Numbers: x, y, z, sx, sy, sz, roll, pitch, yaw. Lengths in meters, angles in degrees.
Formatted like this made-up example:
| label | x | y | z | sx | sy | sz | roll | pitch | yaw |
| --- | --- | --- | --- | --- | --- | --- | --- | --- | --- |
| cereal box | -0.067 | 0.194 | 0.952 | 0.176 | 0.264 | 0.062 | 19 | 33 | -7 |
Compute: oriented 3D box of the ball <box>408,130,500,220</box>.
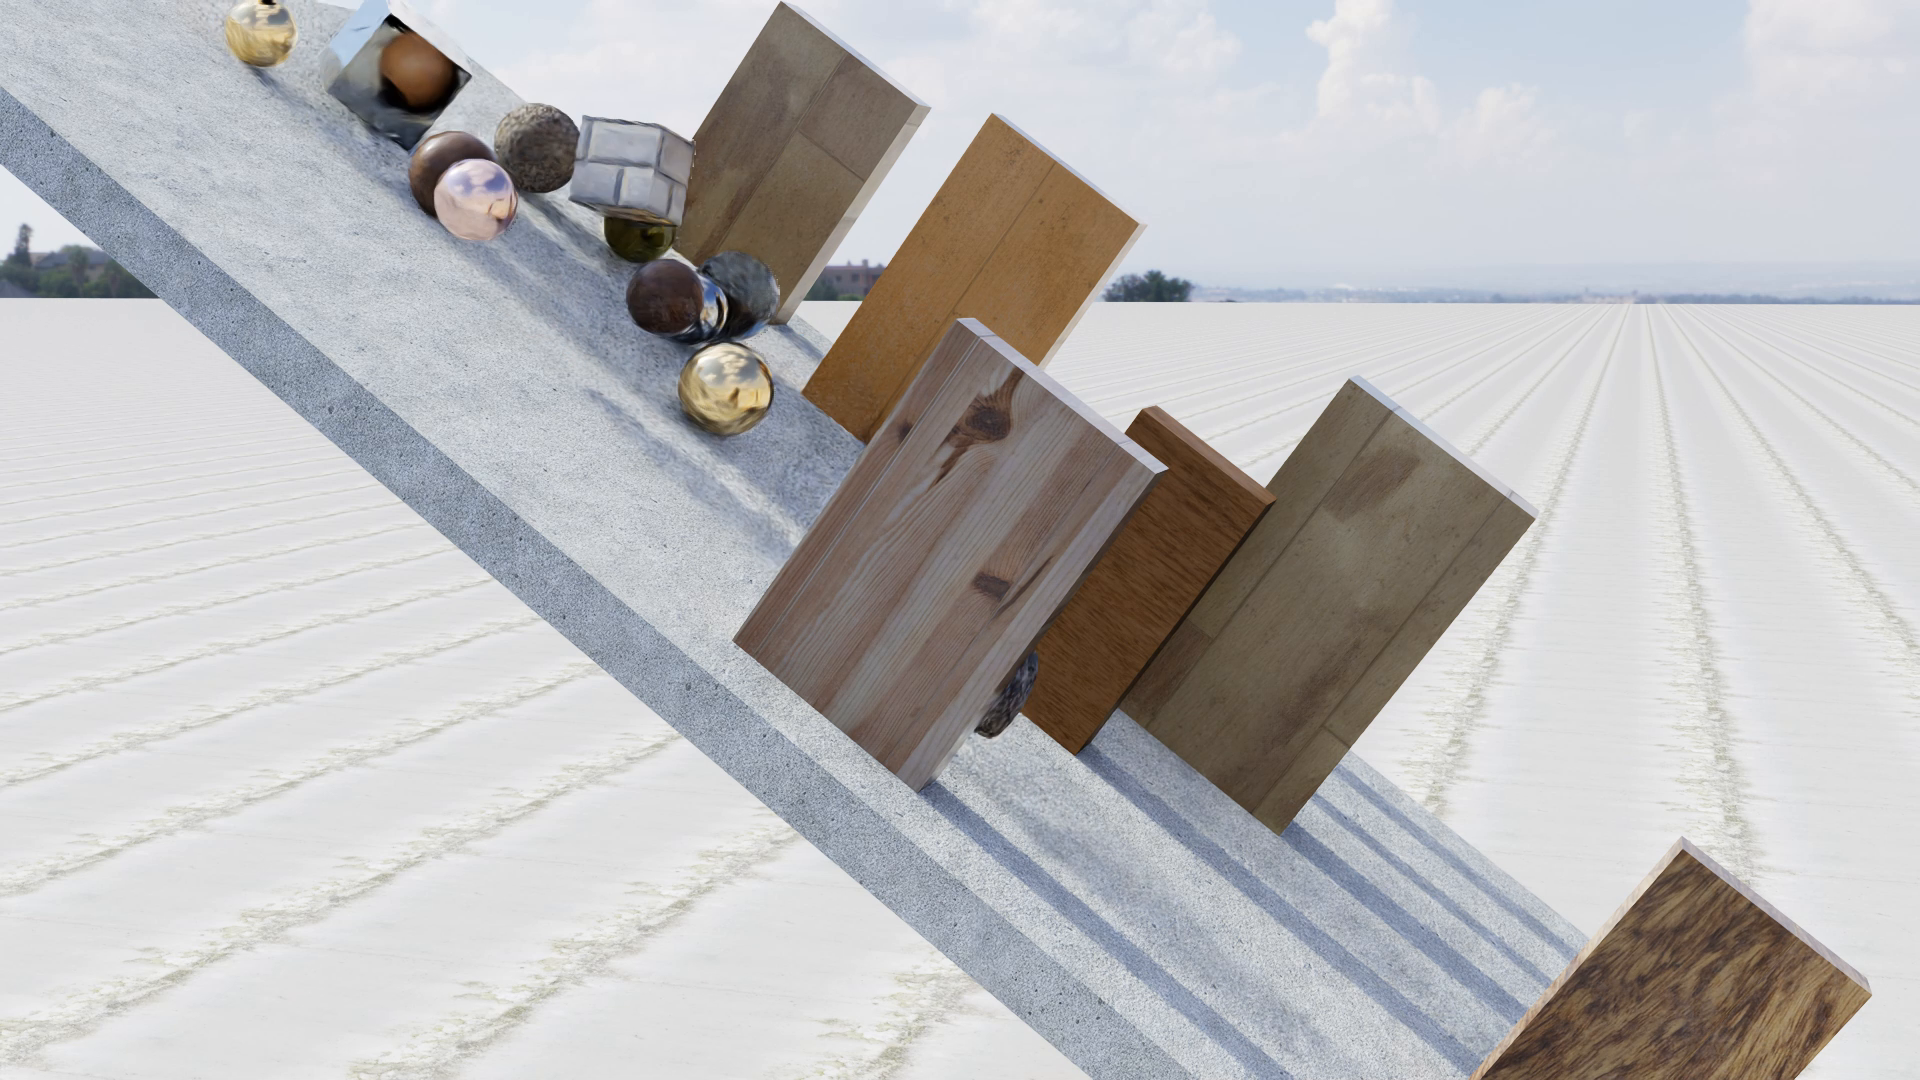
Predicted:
| label | x | y | z | sx | sy | sz | roll | pitch | yaw |
| --- | --- | --- | --- | --- | --- | --- | --- | --- | --- |
| ball | -0.938 | -0.675 | 4.088 | 0.169 | 0.169 | 0.169 | 0 | 7 | 0 |

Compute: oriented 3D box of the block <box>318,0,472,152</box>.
| label | x | y | z | sx | sy | sz | roll | pitch | yaw |
| --- | --- | --- | --- | --- | --- | --- | --- | --- | --- |
| block | -1.119 | -0.937 | 4.355 | 0.200 | 0.200 | 0.200 | 36 | 13 | -34 |

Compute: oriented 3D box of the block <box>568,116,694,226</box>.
| label | x | y | z | sx | sy | sz | roll | pitch | yaw |
| --- | --- | --- | --- | --- | --- | --- | --- | --- | --- |
| block | -0.664 | -0.747 | 4.457 | 0.172 | 0.172 | 0.172 | 9 | -1 | 16 |

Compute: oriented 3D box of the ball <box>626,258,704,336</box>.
| label | x | y | z | sx | sy | sz | roll | pitch | yaw |
| --- | --- | --- | --- | --- | --- | --- | --- | --- | --- |
| ball | -0.557 | -0.459 | 4.161 | 0.147 | 0.147 | 0.147 | 0 | 7 | 0 |

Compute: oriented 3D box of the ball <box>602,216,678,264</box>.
| label | x | y | z | sx | sy | sz | roll | pitch | yaw |
| --- | --- | --- | --- | --- | --- | --- | --- | --- | --- |
| ball | -0.672 | -0.659 | 4.625 | 0.155 | 0.155 | 0.155 | 0 | 7 | 0 |

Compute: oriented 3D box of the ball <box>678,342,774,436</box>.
| label | x | y | z | sx | sy | sz | roll | pitch | yaw |
| --- | --- | --- | --- | --- | --- | --- | --- | --- | --- |
| ball | -0.425 | -0.275 | 3.996 | 0.173 | 0.173 | 0.173 | 0 | 7 | 0 |

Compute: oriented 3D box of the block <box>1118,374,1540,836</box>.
| label | x | y | z | sx | sy | sz | roll | pitch | yaw |
| --- | --- | --- | --- | --- | --- | --- | --- | --- | --- |
| block | 0.662 | 0.121 | 4.058 | 0.410 | 0.747 | 0.147 | 39 | 16 | 10 |

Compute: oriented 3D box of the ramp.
| label | x | y | z | sx | sy | sz | roll | pitch | yaw |
| --- | --- | --- | --- | --- | --- | --- | --- | --- | --- |
| ramp | -0.068 | 0.131 | 4.071 | 4.000 | 0.100 | 2.000 | 39 | 16 | 10 |

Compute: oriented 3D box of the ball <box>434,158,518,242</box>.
| label | x | y | z | sx | sy | sz | roll | pitch | yaw |
| --- | --- | --- | --- | --- | --- | --- | --- | --- | --- |
| ball | -0.842 | -0.592 | 3.825 | 0.144 | 0.144 | 0.144 | 0 | 7 | 0 |

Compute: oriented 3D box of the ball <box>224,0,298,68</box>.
| label | x | y | z | sx | sy | sz | roll | pitch | yaw |
| --- | --- | --- | --- | --- | --- | --- | --- | --- | --- |
| ball | -1.327 | -0.966 | 4.180 | 0.133 | 0.133 | 0.133 | 0 | 7 | 0 |

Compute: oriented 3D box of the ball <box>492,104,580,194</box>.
| label | x | y | z | sx | sy | sz | roll | pitch | yaw |
| --- | --- | --- | --- | --- | --- | --- | --- | --- | --- |
| ball | -0.881 | -0.818 | 4.592 | 0.185 | 0.185 | 0.185 | 0 | 7 | 0 |

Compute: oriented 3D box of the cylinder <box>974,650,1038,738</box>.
| label | x | y | z | sx | sy | sz | roll | pitch | yaw |
| --- | --- | --- | --- | --- | --- | --- | --- | --- | --- |
| cylinder | 0.013 | 0.201 | 3.399 | 0.156 | 0.156 | 0.156 | 31 | -3 | -17 |

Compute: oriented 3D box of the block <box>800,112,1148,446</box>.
| label | x | y | z | sx | sy | sz | roll | pitch | yaw |
| --- | --- | --- | --- | --- | --- | --- | --- | --- | --- |
| block | 0.022 | -0.471 | 4.512 | 0.378 | 0.705 | 0.081 | 39 | 16 | 10 |

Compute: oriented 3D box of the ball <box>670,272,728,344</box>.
| label | x | y | z | sx | sy | sz | roll | pitch | yaw |
| --- | --- | --- | --- | --- | --- | --- | --- | --- | --- |
| ball | -0.532 | -0.461 | 4.362 | 0.145 | 0.145 | 0.145 | 0 | 7 | 0 |

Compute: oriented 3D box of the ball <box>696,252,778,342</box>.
| label | x | y | z | sx | sy | sz | roll | pitch | yaw |
| --- | --- | --- | --- | --- | --- | --- | --- | --- | --- |
| ball | -0.469 | -0.504 | 4.546 | 0.185 | 0.185 | 0.185 | 0 | 7 | 0 |

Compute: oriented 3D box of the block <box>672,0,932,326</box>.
| label | x | y | z | sx | sy | sz | roll | pitch | yaw |
| --- | --- | --- | --- | --- | --- | --- | --- | --- | --- |
| block | -0.394 | -0.837 | 4.913 | 0.392 | 0.592 | 0.101 | 39 | 16 | 10 |

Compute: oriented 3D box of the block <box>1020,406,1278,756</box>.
| label | x | y | z | sx | sy | sz | roll | pitch | yaw |
| --- | --- | --- | --- | --- | --- | --- | --- | --- | --- |
| block | 0.266 | 0.069 | 3.753 | 0.261 | 0.545 | 0.118 | 39 | 16 | 10 |

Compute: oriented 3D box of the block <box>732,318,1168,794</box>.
| label | x | y | z | sx | sy | sz | roll | pitch | yaw |
| --- | --- | --- | --- | --- | --- | --- | --- | --- | --- |
| block | -0.021 | 0.023 | 3.197 | 0.359 | 0.591 | 0.090 | 39 | 16 | 10 |

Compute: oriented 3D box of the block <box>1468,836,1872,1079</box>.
| label | x | y | z | sx | sy | sz | roll | pitch | yaw |
| --- | --- | --- | --- | --- | --- | --- | --- | --- | --- |
| block | 1.066 | 0.775 | 3.369 | 0.338 | 0.551 | 0.083 | 39 | 16 | 10 |
